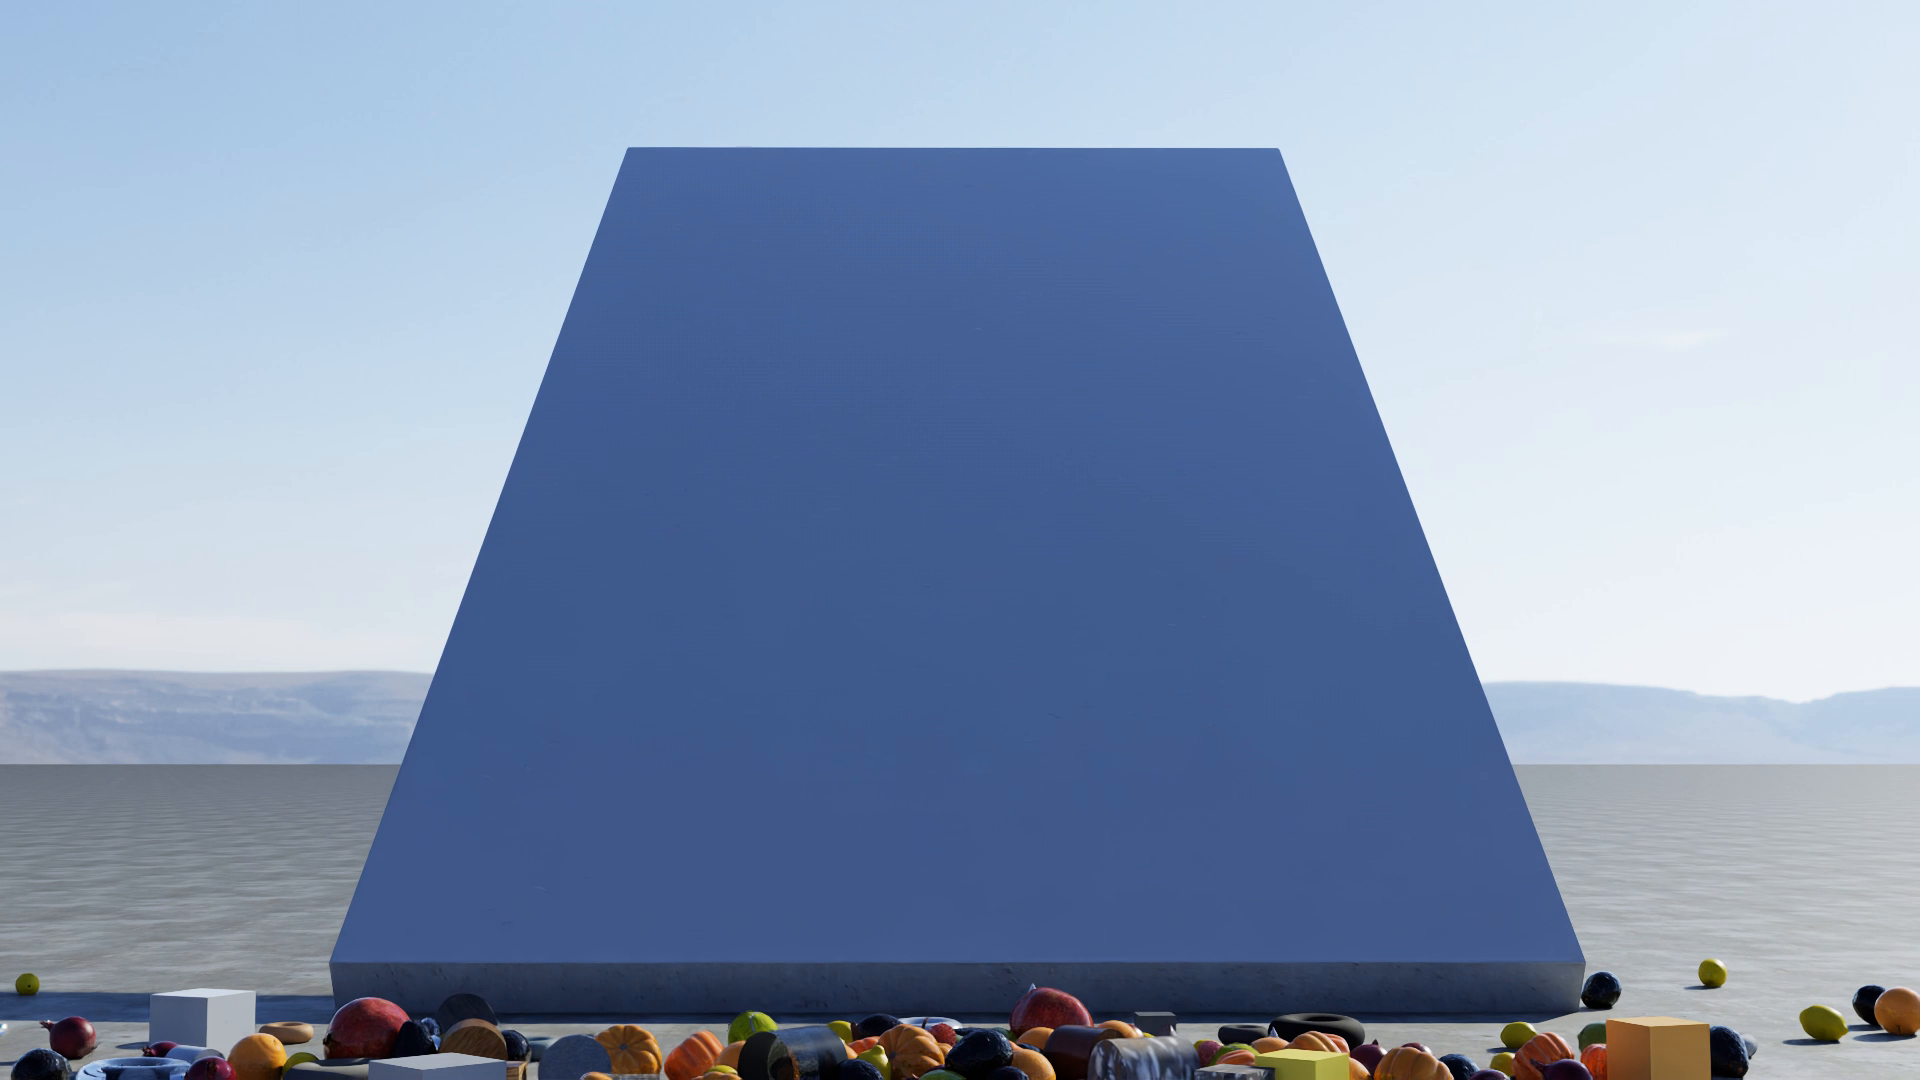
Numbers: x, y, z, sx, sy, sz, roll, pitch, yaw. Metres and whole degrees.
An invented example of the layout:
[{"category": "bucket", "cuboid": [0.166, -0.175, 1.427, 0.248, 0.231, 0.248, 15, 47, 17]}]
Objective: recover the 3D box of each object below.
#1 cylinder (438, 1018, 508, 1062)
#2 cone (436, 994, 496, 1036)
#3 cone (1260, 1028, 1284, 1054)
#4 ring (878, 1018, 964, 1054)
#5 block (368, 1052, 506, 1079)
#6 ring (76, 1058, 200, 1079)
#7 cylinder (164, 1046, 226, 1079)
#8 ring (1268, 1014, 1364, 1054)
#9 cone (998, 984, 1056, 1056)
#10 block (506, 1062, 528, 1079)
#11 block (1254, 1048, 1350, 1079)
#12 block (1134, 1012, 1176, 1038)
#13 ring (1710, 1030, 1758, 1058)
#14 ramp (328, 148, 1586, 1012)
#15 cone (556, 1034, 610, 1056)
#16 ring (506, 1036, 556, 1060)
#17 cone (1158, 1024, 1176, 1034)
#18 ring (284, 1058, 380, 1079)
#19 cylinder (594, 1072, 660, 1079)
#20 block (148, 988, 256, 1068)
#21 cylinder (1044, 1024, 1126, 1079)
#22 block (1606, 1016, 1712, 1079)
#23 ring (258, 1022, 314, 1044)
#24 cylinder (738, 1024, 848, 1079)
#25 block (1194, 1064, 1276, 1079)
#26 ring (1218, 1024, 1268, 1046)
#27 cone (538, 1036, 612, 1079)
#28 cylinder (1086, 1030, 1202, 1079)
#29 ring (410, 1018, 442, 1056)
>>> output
[{"category": "cylinder", "cuboid": [-0.599, 0.636, 2.935, 0.084, 0.084, 0.084, 1, -5, -12]}, {"category": "cone", "cuboid": [-0.710, 0.699, 3.379, 0.086, 0.086, 0.086, 3, -33, -28]}, {"category": "cone", "cuboid": [0.410, 0.666, 3.118, 0.057, 0.057, 0.057, 0, -5, 0]}, {"category": "ring", "cuboid": [-0.054, 0.696, 3.352, 0.122, 0.041, 0.122, -1, -5, 0]}, {"category": "block", "cuboid": [-0.534, 0.582, 2.434, 0.100, 0.100, 0.100, -5, -7, 44]}, {"category": "ring", "cuboid": [-0.979, 0.645, 2.840, 0.143, 0.048, 0.143, 1, -6, 0]}, {"category": "cylinder", "cuboid": [-0.940, 0.650, 2.929, 0.055, 0.055, 0.055, -3, -6, 35]}, {"category": "ring", "cuboid": [0.500, 0.693, 3.349, 0.136, 0.045, 0.136, 0, -4, 0]}, {"category": "cone", "cuboid": [0.102, 0.666, 3.332, 0.096, 0.096, 0.096, 0, -5, 0]}, {"category": "block", "cuboid": [-0.537, 0.639, 2.792, 0.051, 0.051, 0.051, 0, -5, 0]}, {"category": "block", "cuboid": [0.383, 0.615, 2.668, 0.077, 0.077, 0.077, -4, -7, 37]}, {"category": "block", "cuboid": [0.273, 0.689, 3.340, 0.051, 0.051, 0.051, 0, -5, -5]}, {"category": "ring", "cuboid": [1.047, 0.693, 3.279, 0.094, 0.031, 0.094, 0, -7, 0]}, {"category": "ramp", "cuboid": [-0.011, -0.223, 5.584, 2.000, 0.100, 4.000, 0, 28, 0]}, {"category": "cone", "cuboid": [-0.471, 0.659, 2.918, 0.077, 0.077, 0.077, 0, 21, -1]}, {"category": "ring", "cuboid": [-0.583, 0.694, 3.255, 0.080, 0.027, 0.080, -1, -4, 0]}, {"category": "cone", "cuboid": [0.288, 0.676, 3.097, 0.072, 0.072, 0.072, 27, -8, -5]}, {"category": "ring", "cuboid": [-0.737, 0.647, 2.846, 0.139, 0.046, 0.139, -1, -6, 0]}, {"category": "cylinder", "cuboid": [-0.359, 0.609, 2.567, 0.069, 0.069, 0.069, 1, -5, -7]}, {"category": "block", "cuboid": [-1.011, 0.653, 3.185, 0.095, 0.095, 0.095, -2, -6, 23]}, {"category": "cylinder", "cuboid": [0.158, 0.642, 2.960, 0.076, 0.076, 0.076, 5, -7, -43]}, {"category": "block", "cuboid": [0.853, 0.632, 2.915, 0.087, 0.087, 0.087, 2, -6, -21]}, {"category": "ring", "cuboid": [-0.972, 0.711, 3.441, 0.077, 0.026, 0.077, 0, -4, 0]}, {"category": "cylinder", "cuboid": [-0.195, 0.619, 2.797, 0.092, 0.092, 0.092, -4, -7, 40]}, {"category": "block", "cuboid": [0.304, 0.618, 2.636, 0.065, 0.065, 0.065, -4, -6, 35]}, {"category": "ring", "cuboid": [0.407, 0.709, 3.418, 0.075, 0.025, 0.075, 1, -5, 0]}, {"category": "cone", "cuboid": [-0.457, 0.651, 2.859, 0.087, 0.087, 0.087, 0, -32, -2]}, {"category": "cylinder", "cuboid": [0.207, 0.606, 2.676, 0.095, 0.095, 0.095, -5, -2, -29]}, {"category": "ring", "cuboid": [-0.669, 0.641, 2.983, 0.029, 0.087, 0.087, 11, -8, -16]}]
